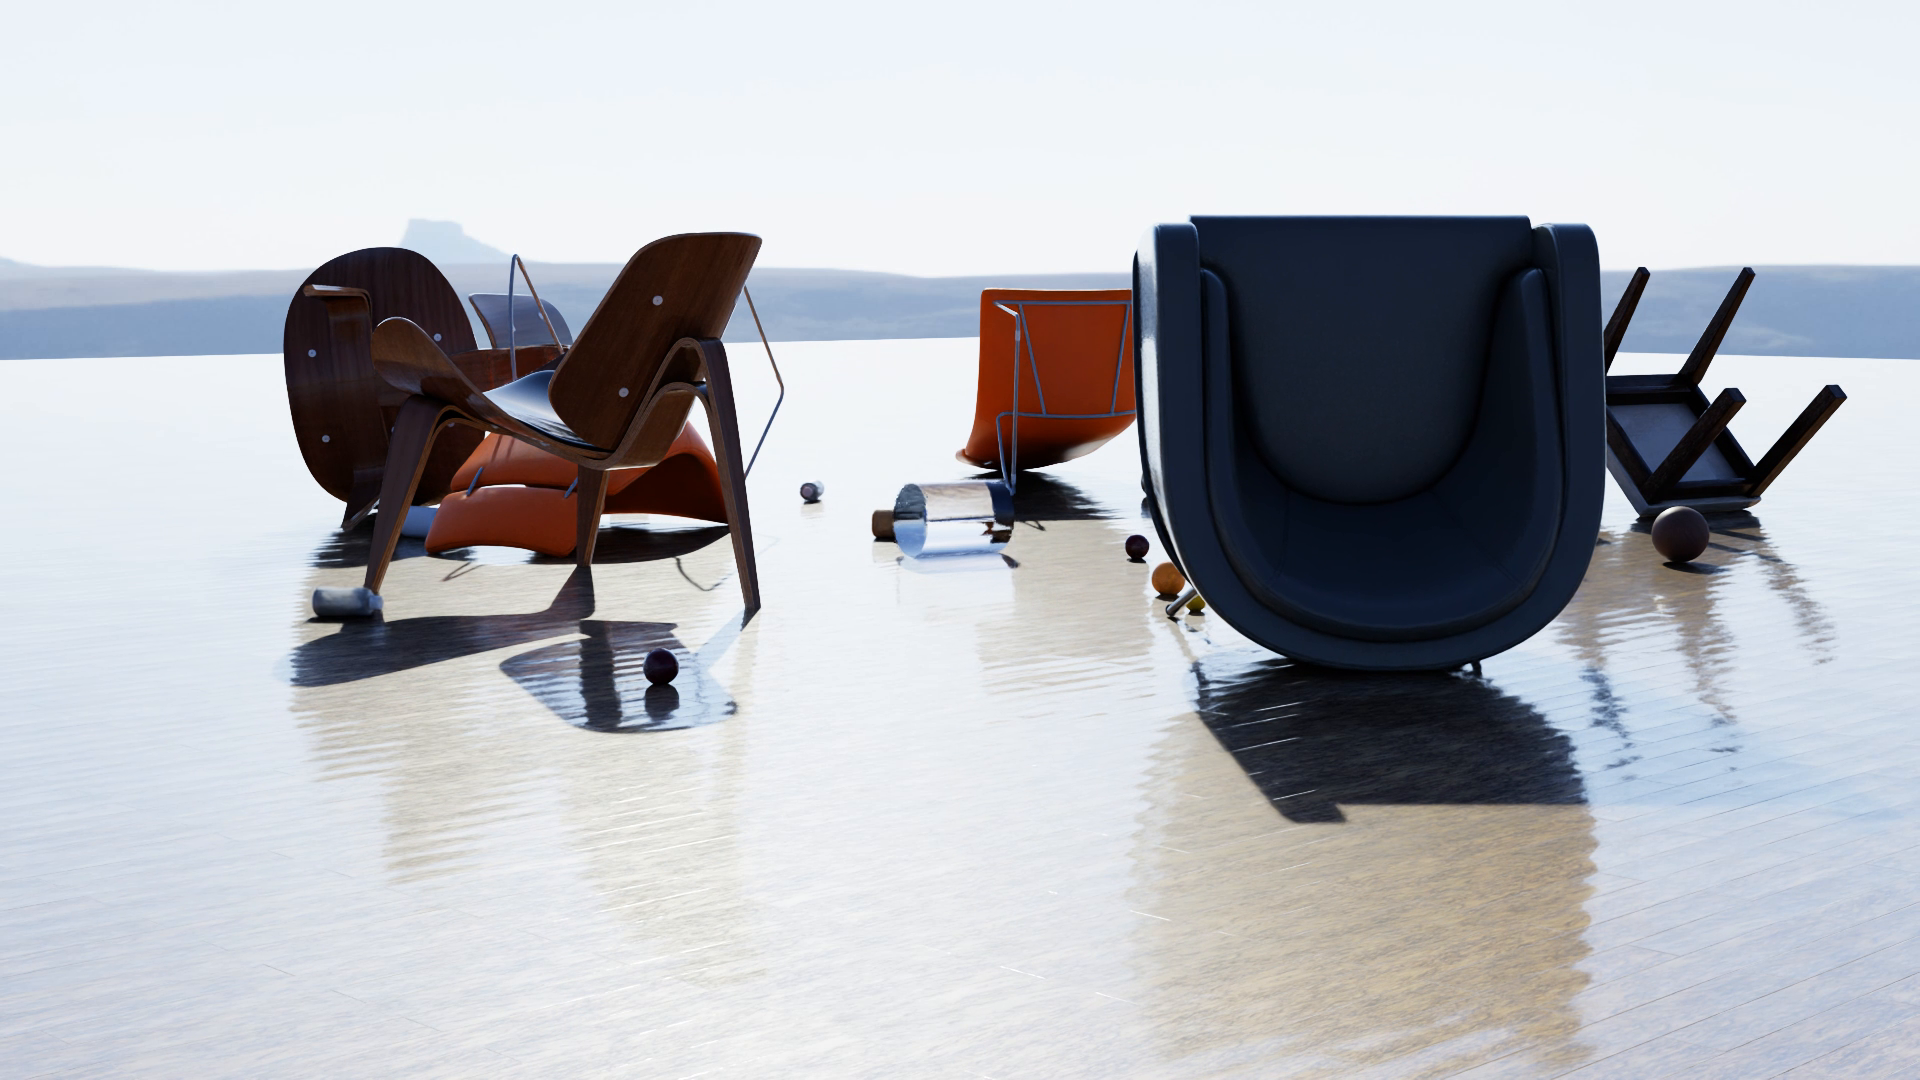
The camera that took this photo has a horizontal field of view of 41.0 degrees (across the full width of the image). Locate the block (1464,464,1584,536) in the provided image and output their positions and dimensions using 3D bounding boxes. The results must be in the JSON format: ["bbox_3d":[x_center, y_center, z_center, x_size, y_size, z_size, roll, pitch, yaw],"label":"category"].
[{"bbox_3d":[1.462,-0.105,6.659,0.166,0.158,0.265,-4,7,-31],"label":"block"}]

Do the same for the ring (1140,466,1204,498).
[{"bbox_3d":[0.635,-0.174,7.691,0.170,0.087,0.242,-4,6,-25],"label":"ring"}]

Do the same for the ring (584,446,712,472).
[{"bbox_3d":[-1.065,-0.275,8.759,0.436,0.066,0.466,-1,7,-18],"label":"ring"}]

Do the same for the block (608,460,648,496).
[{"bbox_3d":[-1.001,-0.188,7.758,0.088,0.098,0.080,5,8,41],"label":"block"}]

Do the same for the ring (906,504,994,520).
[{"bbox_3d":[-0.031,-0.074,6.939,0.242,0.039,0.086,0,7,-3],"label":"ring"}]

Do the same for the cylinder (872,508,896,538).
[{"bbox_3d":[-0.179,-0.043,6.475,0.067,0.073,0.078,2,32,20],"label":"cylinder"}]

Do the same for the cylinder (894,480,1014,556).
[{"bbox_3d":[-0.015,-0.053,6.069,0.230,0.178,0.169,-3,46,-30],"label":"cylinder"}]
